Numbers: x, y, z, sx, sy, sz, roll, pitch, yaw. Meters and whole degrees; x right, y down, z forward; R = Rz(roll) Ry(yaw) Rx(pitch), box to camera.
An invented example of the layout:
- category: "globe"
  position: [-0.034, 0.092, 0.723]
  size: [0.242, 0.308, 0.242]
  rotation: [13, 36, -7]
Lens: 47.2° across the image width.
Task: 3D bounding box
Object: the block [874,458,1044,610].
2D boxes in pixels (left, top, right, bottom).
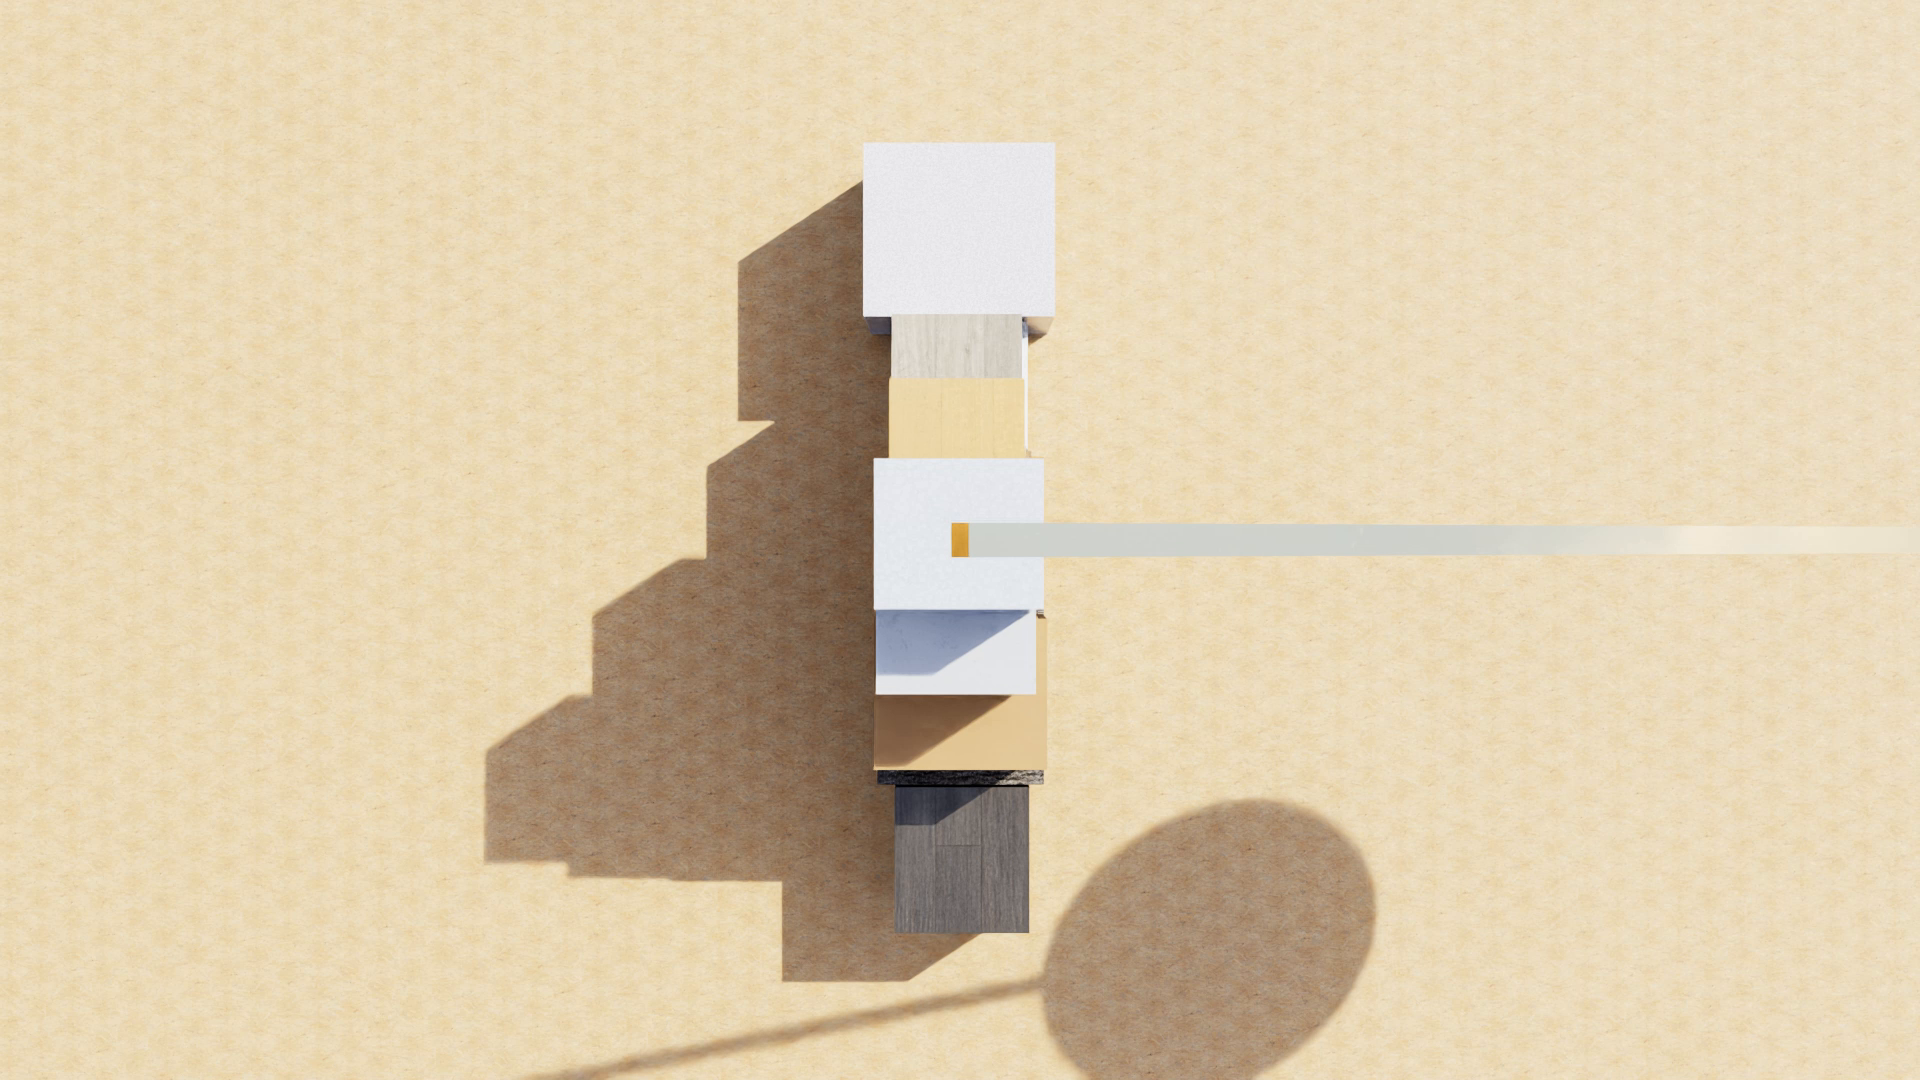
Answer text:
- category: "block"
  position: [-0.005, -0.022, 10.122]
  size: [0.756, 0.664, 0.671]
  rotation: [0, 89, 0]

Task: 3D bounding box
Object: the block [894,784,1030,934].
- category: "block"
  position: [0.012, 1.760, 12.540]
  size: [0.740, 0.921, 0.802]
  rotation: [0, 90, 0]

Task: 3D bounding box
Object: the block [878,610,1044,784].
- category: "block"
  position: [0.003, 0.862, 12.563]
  size: [0.921, 0.875, 0.973]
  rotation: [0, 90, 0]

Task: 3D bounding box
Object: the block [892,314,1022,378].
- category: "block"
  position: [-0.016, -0.820, 11.828]
  size: [0.681, 0.682, 0.721]
  rotation: [0, 90, 0]

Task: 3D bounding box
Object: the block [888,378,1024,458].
- category: "block"
  position: [-0.015, -0.448, 10.921]
  size: [0.654, 0.686, 0.639]
  rotation: [0, 88, 0]

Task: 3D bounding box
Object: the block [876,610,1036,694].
- category: "block"
  position: [-0.019, 0.313, 10.854]
  size: [0.760, 0.806, 0.847]
  rotation: [0, 89, 0]

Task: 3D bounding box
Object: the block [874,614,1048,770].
- category: "block"
  position: [0.003, 0.793, 11.711]
  size: [0.889, 0.828, 0.775]
  rotation: [0, 90, 0]

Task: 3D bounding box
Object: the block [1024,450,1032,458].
- category: "block"
  position: [0.007, -0.031, 11.695]
  size: [0.718, 0.867, 0.845]
  rotation: [0, 90, 0]

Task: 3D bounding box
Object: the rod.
- category: "rod"
  position: [2.234, 0.000, 6.403]
  size: [5.200, 0.080, 0.080]
  rotation: [0, 90, -31]

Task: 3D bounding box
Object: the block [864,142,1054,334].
- category: "block"
  position: [-0.005, -1.688, 12.478]
  size: [1.042, 1.045, 0.945]
  rotation: [0, 90, 0]

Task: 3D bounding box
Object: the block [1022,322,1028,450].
- category: "block"
  position: [-0.003, -0.831, 12.584]
  size: [0.753, 0.831, 0.751]
  rotation: [0, 90, 0]
